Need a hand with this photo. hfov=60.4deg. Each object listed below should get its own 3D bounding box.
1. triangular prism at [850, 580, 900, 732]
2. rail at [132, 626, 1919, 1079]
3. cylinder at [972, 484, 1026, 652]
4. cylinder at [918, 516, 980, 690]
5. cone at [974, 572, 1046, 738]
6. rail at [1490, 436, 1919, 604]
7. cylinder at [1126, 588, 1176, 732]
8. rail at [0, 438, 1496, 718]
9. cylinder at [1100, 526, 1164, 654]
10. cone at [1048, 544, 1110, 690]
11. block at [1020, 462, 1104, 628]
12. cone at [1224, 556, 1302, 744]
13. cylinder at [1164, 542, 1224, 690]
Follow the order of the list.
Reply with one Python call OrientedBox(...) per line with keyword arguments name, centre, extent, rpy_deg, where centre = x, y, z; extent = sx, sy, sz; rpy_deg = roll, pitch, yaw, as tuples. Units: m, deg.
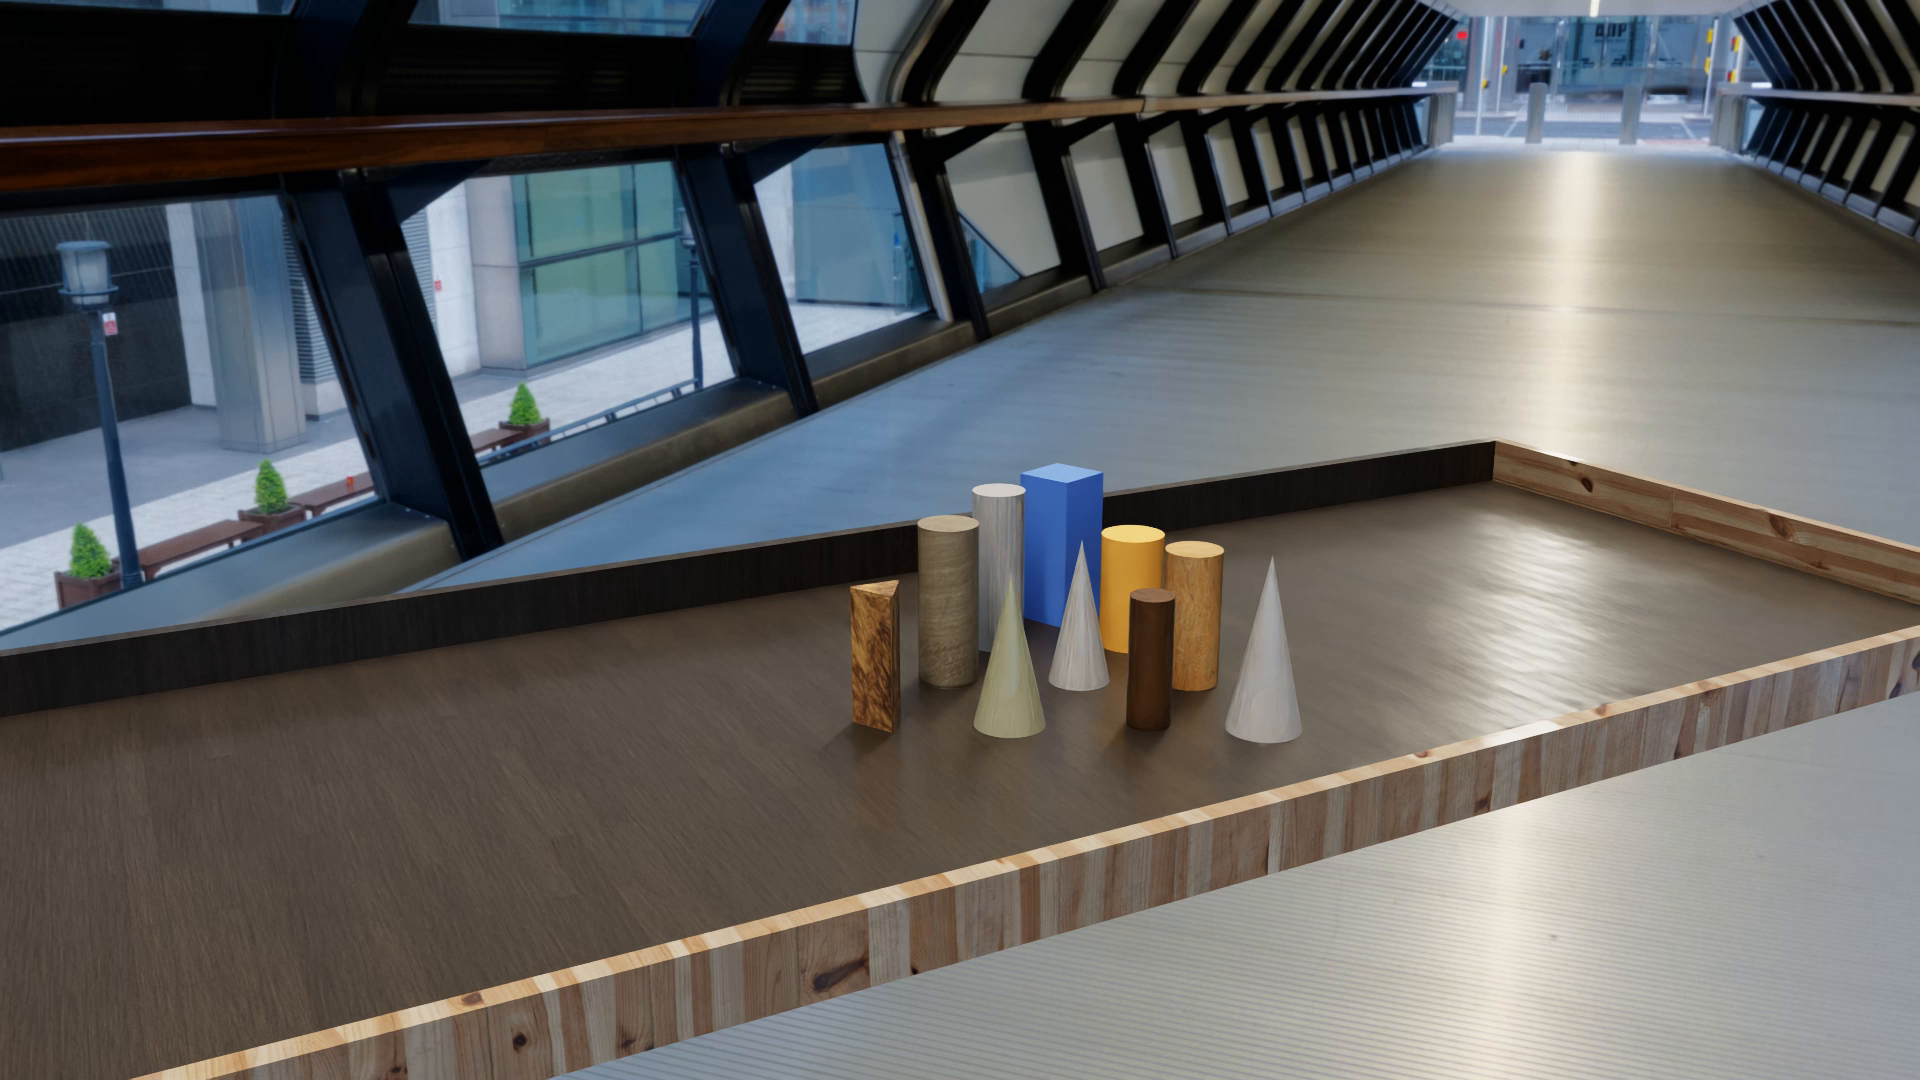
OrientedBox(name="triangular prism", centre=(-0.175, 0.266, 3.859), extent=(0.120, 0.333, 0.104), rpy_deg=(11, 20, 33))
OrientedBox(name="rail", centre=(-2.336, 1.006, 1.665), extent=(12.000, 0.150, 0.050), rpy_deg=(-9, 18, -27))
OrientedBox(name="cylinder", centre=(0.101, 0.074, 4.351), extent=(0.139, 0.425, 0.139), rpy_deg=(0, 16, 0))
OrientedBox(name="cylinder", centre=(-0.029, 0.154, 4.110), extent=(0.152, 0.407, 0.152), rpy_deg=(0, 16, 0))
OrientedBox(name="cone", centre=(0.117, 0.253, 3.831), extent=(0.171, 0.373, 0.171), rpy_deg=(0, 16, 0))
OrientedBox(name="rail", centre=(2.466, -0.048, 5.253), extent=(0.050, 0.150, 2.100), rpy_deg=(-9, 18, -27))
OrientedBox(name="cylinder", centre=(0.444, 0.279, 3.843), extent=(0.105, 0.317, 0.105), rpy_deg=(0, 16, 0))
OrientedBox(name="rail", centre=(-3.305, 0.497, 3.399), extent=(12.000, 0.150, 0.050), rpy_deg=(-9, 18, -27))
OrientedBox(name="cylinder", centre=(0.455, 0.129, 4.376), extent=(0.165, 0.304, 0.165), rpy_deg=(0, 16, 0))
OrientedBox(name="cone", centre=(0.300, 0.175, 4.106), extent=(0.155, 0.368, 0.155), rpy_deg=(0, 16, 0))
OrientedBox(name="block", centre=(0.279, 0.014, 4.576), extent=(0.162, 0.413, 0.162), rpy_deg=(14, 21, 40))
OrientedBox(name="cone", centre=(0.709, 0.236, 3.800), extent=(0.179, 0.423, 0.179), rpy_deg=(0, 16, 0))
OrientedBox(name="cylinder", centre=(0.577, 0.188, 4.103), extent=(0.143, 0.345, 0.143), rpy_deg=(0, 16, 0))
